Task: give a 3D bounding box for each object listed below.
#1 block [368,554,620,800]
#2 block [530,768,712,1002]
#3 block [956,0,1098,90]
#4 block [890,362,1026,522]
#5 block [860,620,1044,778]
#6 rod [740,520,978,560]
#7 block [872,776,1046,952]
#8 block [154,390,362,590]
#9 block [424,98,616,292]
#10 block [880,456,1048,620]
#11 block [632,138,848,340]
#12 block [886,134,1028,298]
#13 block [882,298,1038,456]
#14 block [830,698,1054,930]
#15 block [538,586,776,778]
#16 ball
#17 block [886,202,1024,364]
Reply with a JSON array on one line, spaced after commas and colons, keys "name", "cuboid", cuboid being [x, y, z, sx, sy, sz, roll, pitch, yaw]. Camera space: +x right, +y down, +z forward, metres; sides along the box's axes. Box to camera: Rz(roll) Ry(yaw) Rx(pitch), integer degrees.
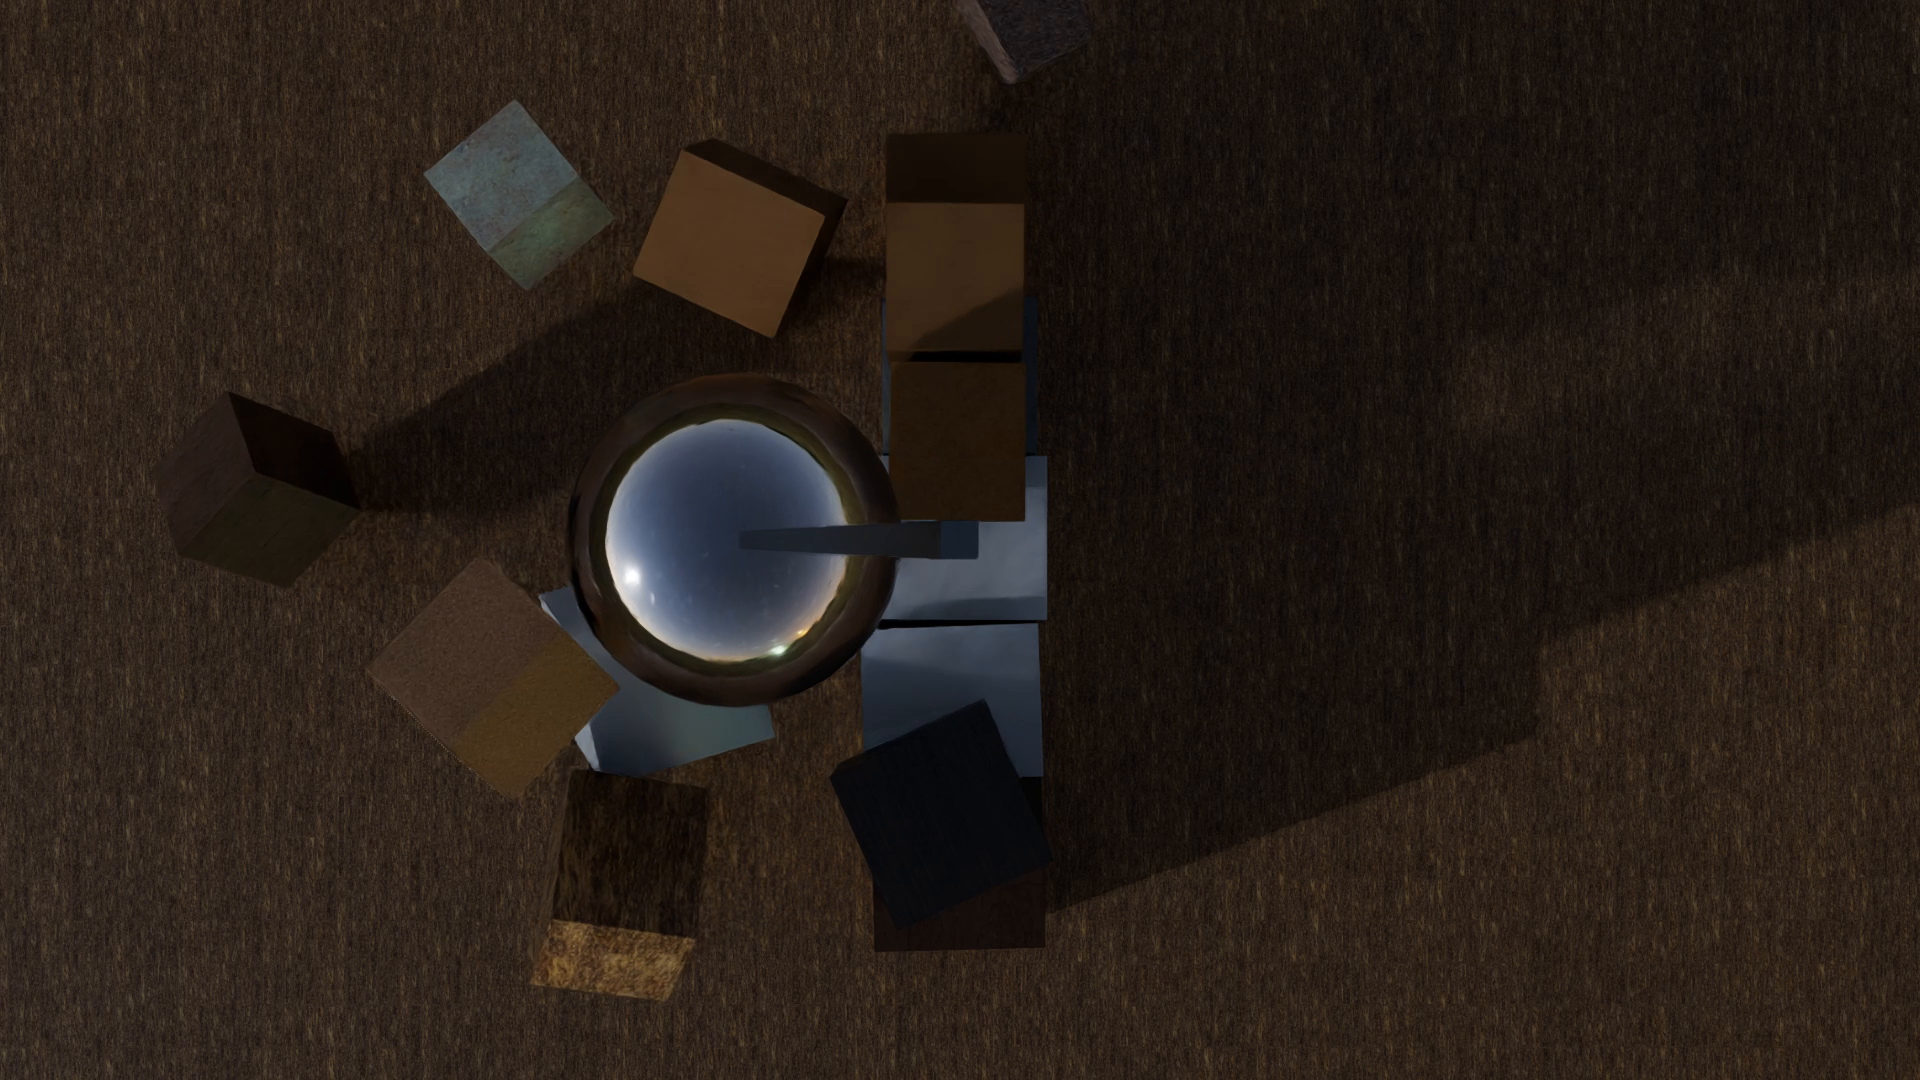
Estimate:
[{"name": "block", "cuboid": [-2.249, 0.669, 10.667, 0.662, 0.701, 0.756, 37, 78, 29]}, {"name": "block", "cuboid": [-1.820, 1.856, 11.778, 0.746, 0.902, 0.857, 10, 56, -13]}, {"name": "block", "cuboid": [0.357, -2.837, 11.963, 0.489, 0.541, 0.543, -31, 97, -5]}, {"name": "block", "cuboid": [-0.010, -0.514, 11.714, 0.703, 0.661, 0.820, 0, 91, 0]}, {"name": "block", "cuboid": [-0.047, 0.895, 12.533, 0.981, 0.934, 0.843, -2, 90, 0]}, {"name": "rod", "cuboid": [-0.467, 0.000, 7.153, 0.080, 5.200, 0.080, 0, 90, -10]}, {"name": "block", "cuboid": [-0.011, 1.783, 12.519, 0.936, 0.963, 0.923, -1, 90, 0]}, {"name": "block", "cuboid": [-3.966, -0.274, 12.420, 0.690, 0.741, 0.652, -43, 54, 17]}, {"name": "block", "cuboid": [-2.344, -1.835, 11.748, 0.626, 0.585, 0.595, -40, 73, -1]}, {"name": "block", "cuboid": [-0.006, -0.011, 12.604, 0.979, 0.791, 0.913, 0, 90, 0]}, {"name": "block", "cuboid": [-1.192, -1.668, 12.067, 0.833, 0.835, 0.723, 25, 105, -1]}, {"name": "block", "cuboid": [-0.019, -1.786, 12.535, 0.775, 0.930, 0.891, 0, 90, 0]}, {"name": "block", "cuboid": [-0.001, -0.904, 12.521, 0.848, 0.958, 0.853, 0, 90, 0]}, {"name": "block", "cuboid": [-0.093, 1.427, 11.616, 0.876, 0.839, 0.854, -24, 89, 0]}, {"name": "block", "cuboid": [-1.705, 0.699, 12.311, 0.974, 0.920, 0.875, -15, 108, -17]}, {"name": "ball", "cuboid": [-1.077, 0.000, 10.498, 1.600, 1.600, 1.600, 0, 90, 0]}, {"name": "block", "cuboid": [-0.026, -1.338, 11.682, 0.707, 0.720, 0.756, 1, 87, 0]}]
